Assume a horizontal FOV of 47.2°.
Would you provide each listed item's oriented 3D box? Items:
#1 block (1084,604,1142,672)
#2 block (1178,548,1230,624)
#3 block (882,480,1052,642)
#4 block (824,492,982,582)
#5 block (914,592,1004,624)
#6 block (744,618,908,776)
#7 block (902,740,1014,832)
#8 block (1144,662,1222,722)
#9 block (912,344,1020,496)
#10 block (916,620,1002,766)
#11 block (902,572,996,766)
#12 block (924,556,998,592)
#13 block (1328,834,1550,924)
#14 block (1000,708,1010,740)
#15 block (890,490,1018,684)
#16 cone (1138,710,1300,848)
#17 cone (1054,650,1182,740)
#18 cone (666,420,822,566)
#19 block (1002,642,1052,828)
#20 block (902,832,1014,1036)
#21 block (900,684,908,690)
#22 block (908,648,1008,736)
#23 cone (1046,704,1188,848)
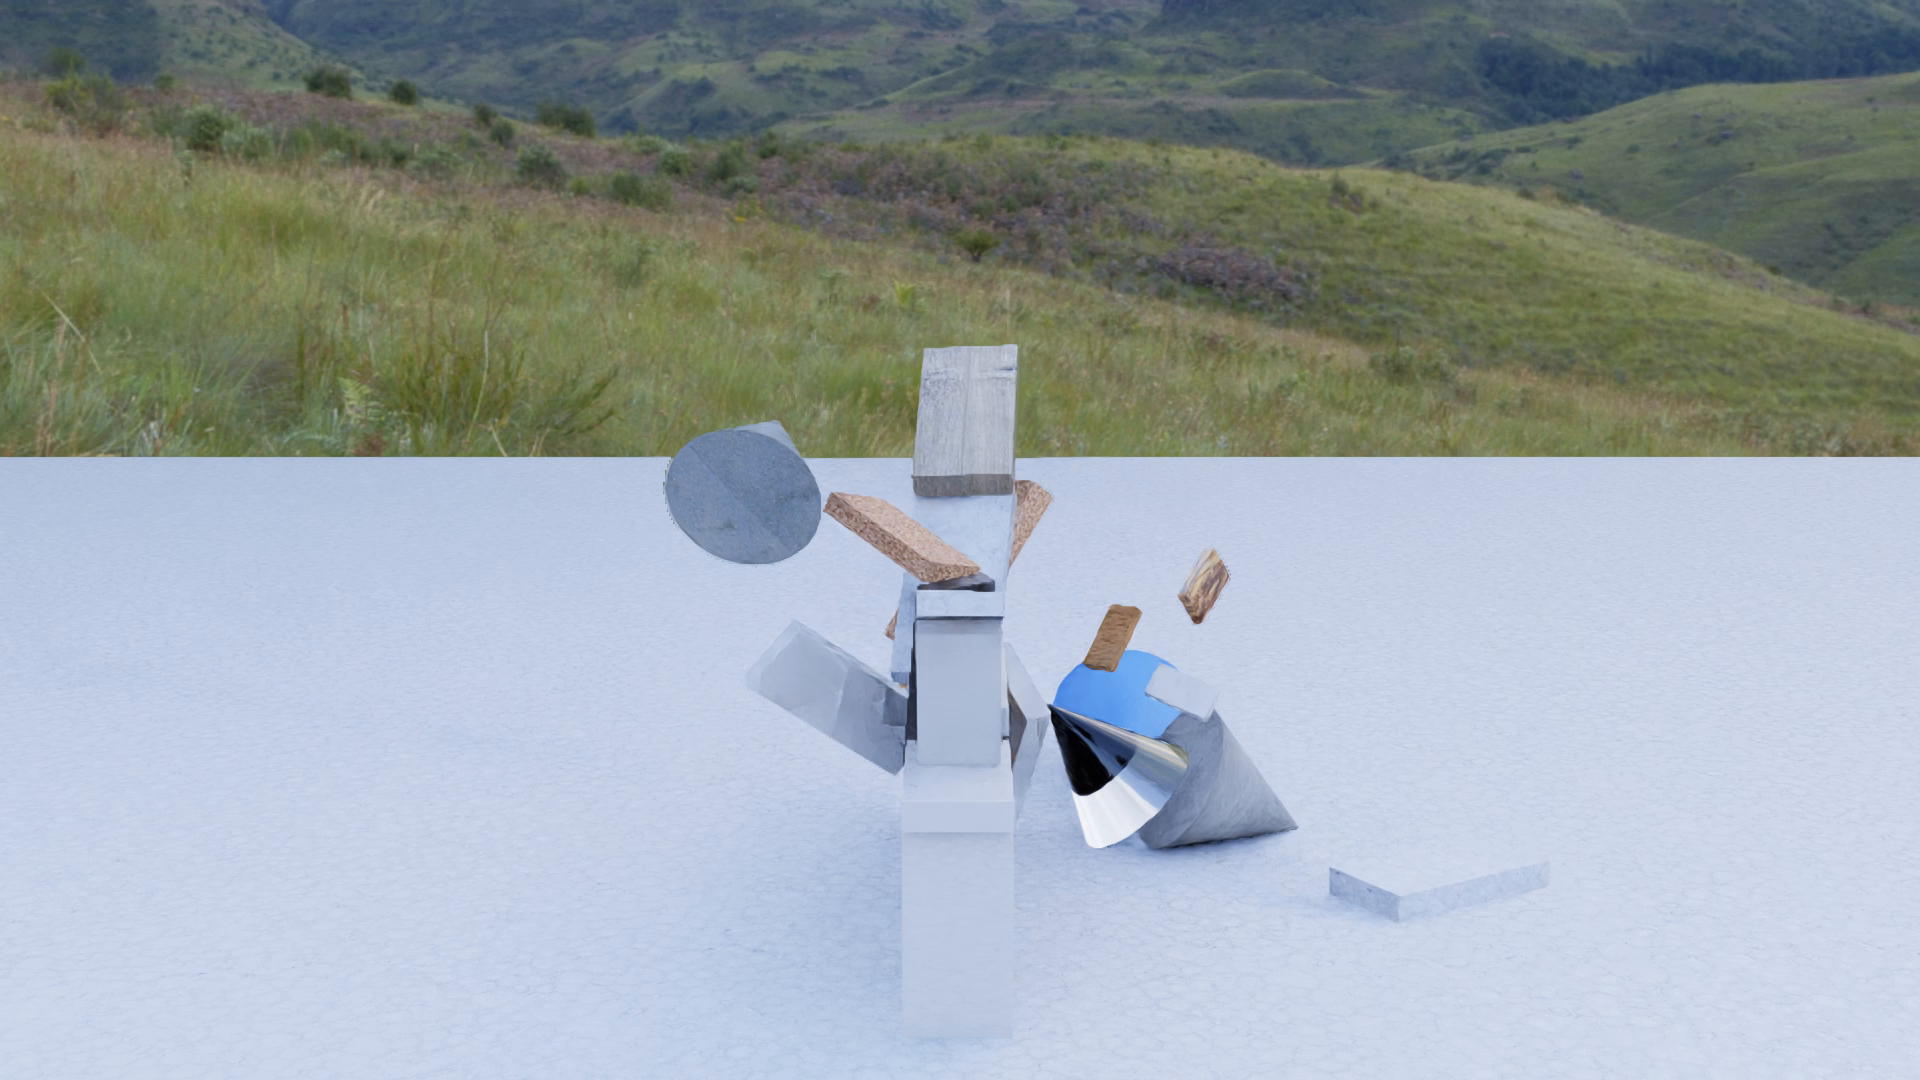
[{"bbox_3d":[0.253,0.162,3.637,0.058,0.116,0.016,6,-28,44],"label":"block"},{"bbox_3d":[0.378,0.070,3.401,0.016,0.058,0.116,-11,31,40],"label":"block"},{"bbox_3d":[0.013,0.043,3.732,0.047,0.329,0.164,41,-18,-29],"label":"block"},{"bbox_3d":[-0.089,-0.002,3.353,0.235,0.033,0.117,35,18,37],"label":"block"},{"bbox_3d":[-0.003,0.096,3.080,0.119,0.034,0.238,0,-5,-2],"label":"block"},{"bbox_3d":[-0.173,0.242,3.344,0.308,0.117,0.033,35,12,-33],"label":"block"},{"bbox_3d":[-0.003,0.350,3.151,0.154,0.044,0.309,0,11,0],"label":"block"},{"bbox_3d":[0.369,0.252,3.643,0.116,0.058,0.016,23,-16,28],"label":"block"},{"bbox_3d":[0.013,-0.206,3.739,0.164,0.047,0.329,-2,45,6],"label":"block"},{"bbox_3d":[-0.001,0.218,3.113,0.119,0.238,0.034,0,36,0],"label":"block"},{"bbox_3d":[-0.017,0.201,3.314,0.119,0.296,0.034,-11,26,-35],"label":"block"},{"bbox_3d":[0.002,0.140,3.519,0.117,0.235,0.033,-3,-28,4],"label":"block"},{"bbox_3d":[0.802,0.564,3.679,0.336,0.048,0.168,-6,12,-31],"label":"block"},{"bbox_3d":[0.002,0.434,3.617,0.161,0.322,0.046,0,19,2],"label":"block"},{"bbox_3d":[-0.008,0.071,3.607,0.164,0.344,0.047,3,-26,11],"label":"block"},{"bbox_3d":[0.505,0.473,3.964,0.272,0.272,0.272,25,2,-20],"label":"cone"},{"bbox_3d":[0.328,0.403,4.263,0.272,0.272,0.272,-1,33,-3],"label":"cone"},{"bbox_3d":[-0.300,-0.124,3.325,0.234,0.234,0.234,2,33,9],"label":"cone"},{"bbox_3d":[0.072,0.356,3.909,0.048,0.336,0.168,-13,52,-24],"label":"block"},{"bbox_3d":[-0.003,0.542,3.082,0.154,0.309,0.044,0,11,0],"label":"block"},{"bbox_3d":[-0.011,0.387,3.842,0.168,0.336,0.048,2,26,9],"label":"block"},{"bbox_3d":[-0.005,0.246,3.606,0.161,0.046,0.322,0,14,0],"label":"block"},{"bbox_3d":[0.233,0.371,3.890,0.243,0.243,0.243,-41,14,12],"label":"cone"}]
